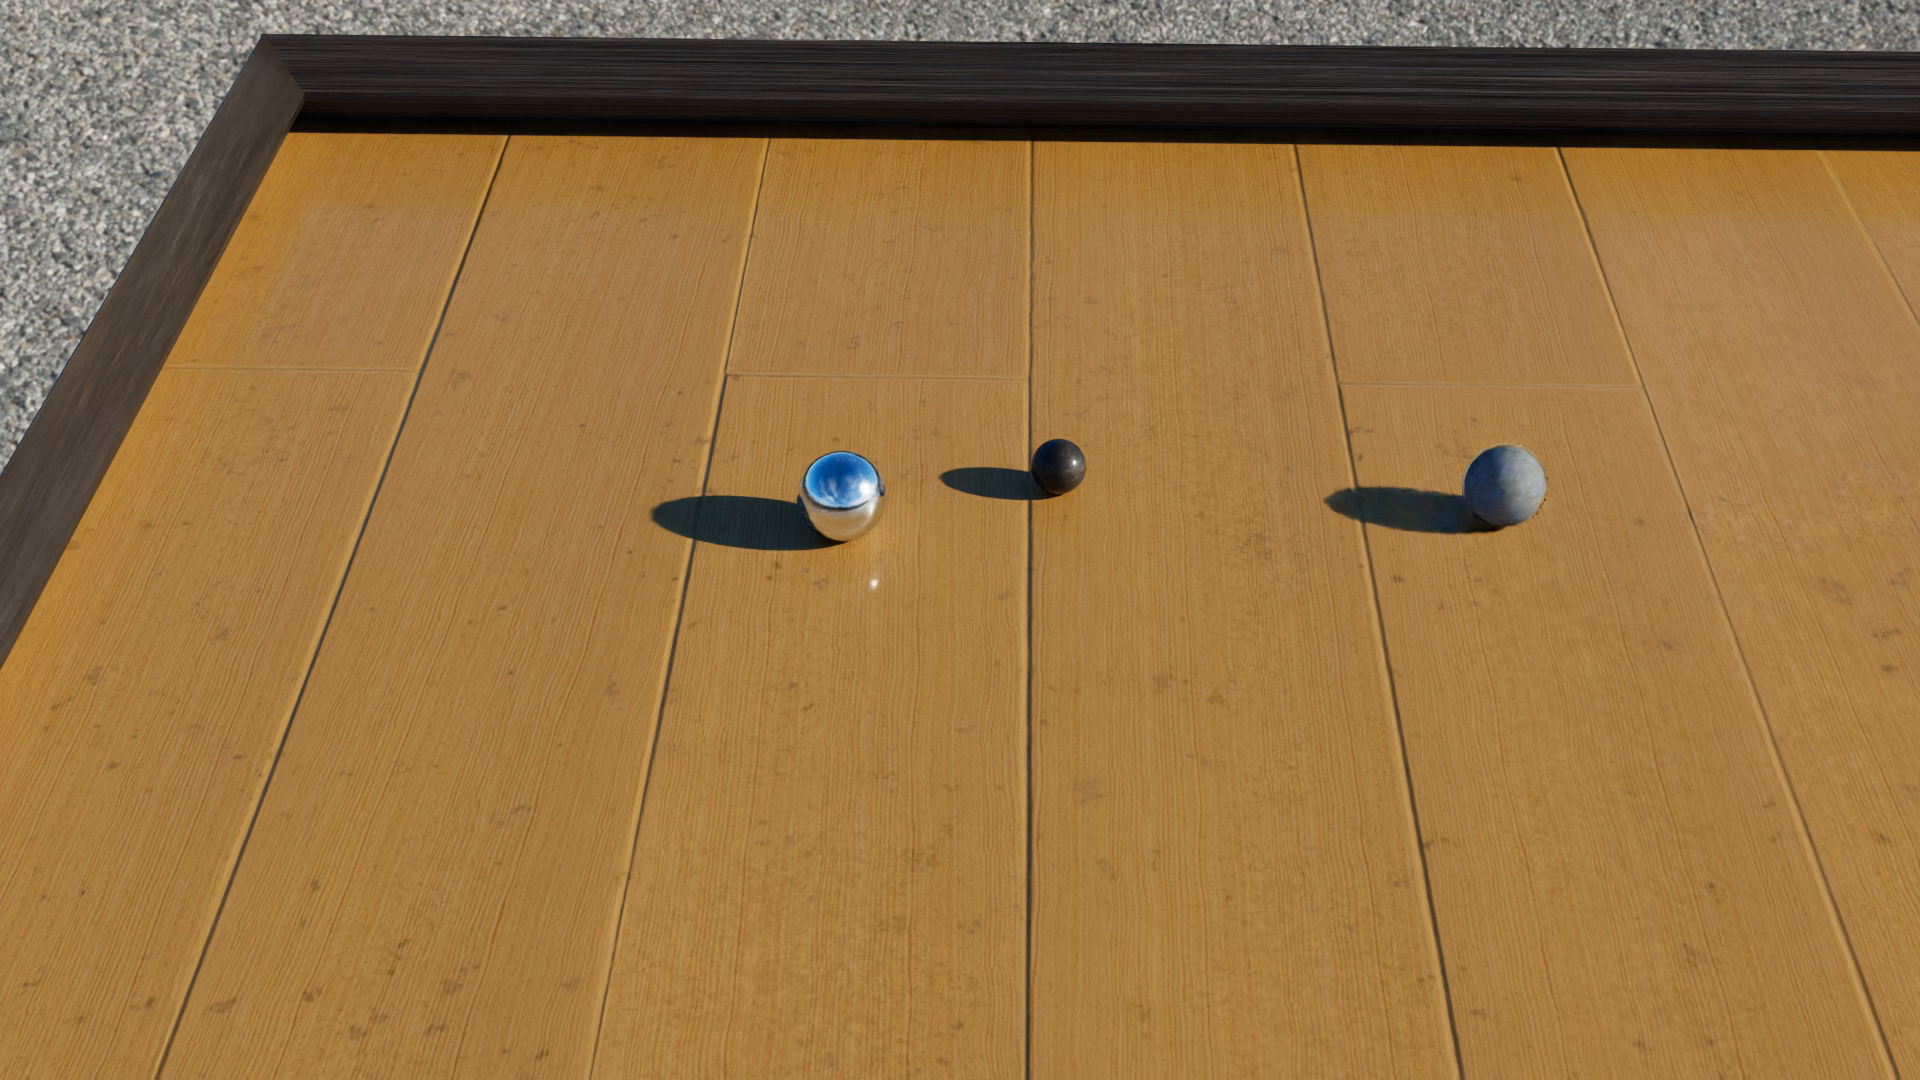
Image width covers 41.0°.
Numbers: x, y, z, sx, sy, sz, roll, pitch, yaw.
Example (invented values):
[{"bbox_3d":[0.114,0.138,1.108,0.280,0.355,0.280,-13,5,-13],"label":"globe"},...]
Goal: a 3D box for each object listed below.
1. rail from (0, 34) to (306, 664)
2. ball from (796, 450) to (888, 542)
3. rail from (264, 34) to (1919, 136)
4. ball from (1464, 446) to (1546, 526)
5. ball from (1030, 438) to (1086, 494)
[{"bbox_3d":[-0.659,-0.024,1.867,0.045,0.088,1.463,1,35,1],"label":"rail"},{"bbox_3d":[-0.088,-0.033,1.899,0.068,0.068,0.068,0,35,0],"label":"ball"},{"bbox_3d":[0.701,-0.412,2.417,2.732,0.088,0.045,1,35,1],"label":"rail"},{"bbox_3d":[0.407,-0.040,1.916,0.060,0.060,0.060,0,35,0],"label":"ball"},{"bbox_3d":[0.075,-0.056,1.954,0.042,0.042,0.042,0,35,0],"label":"ball"}]
